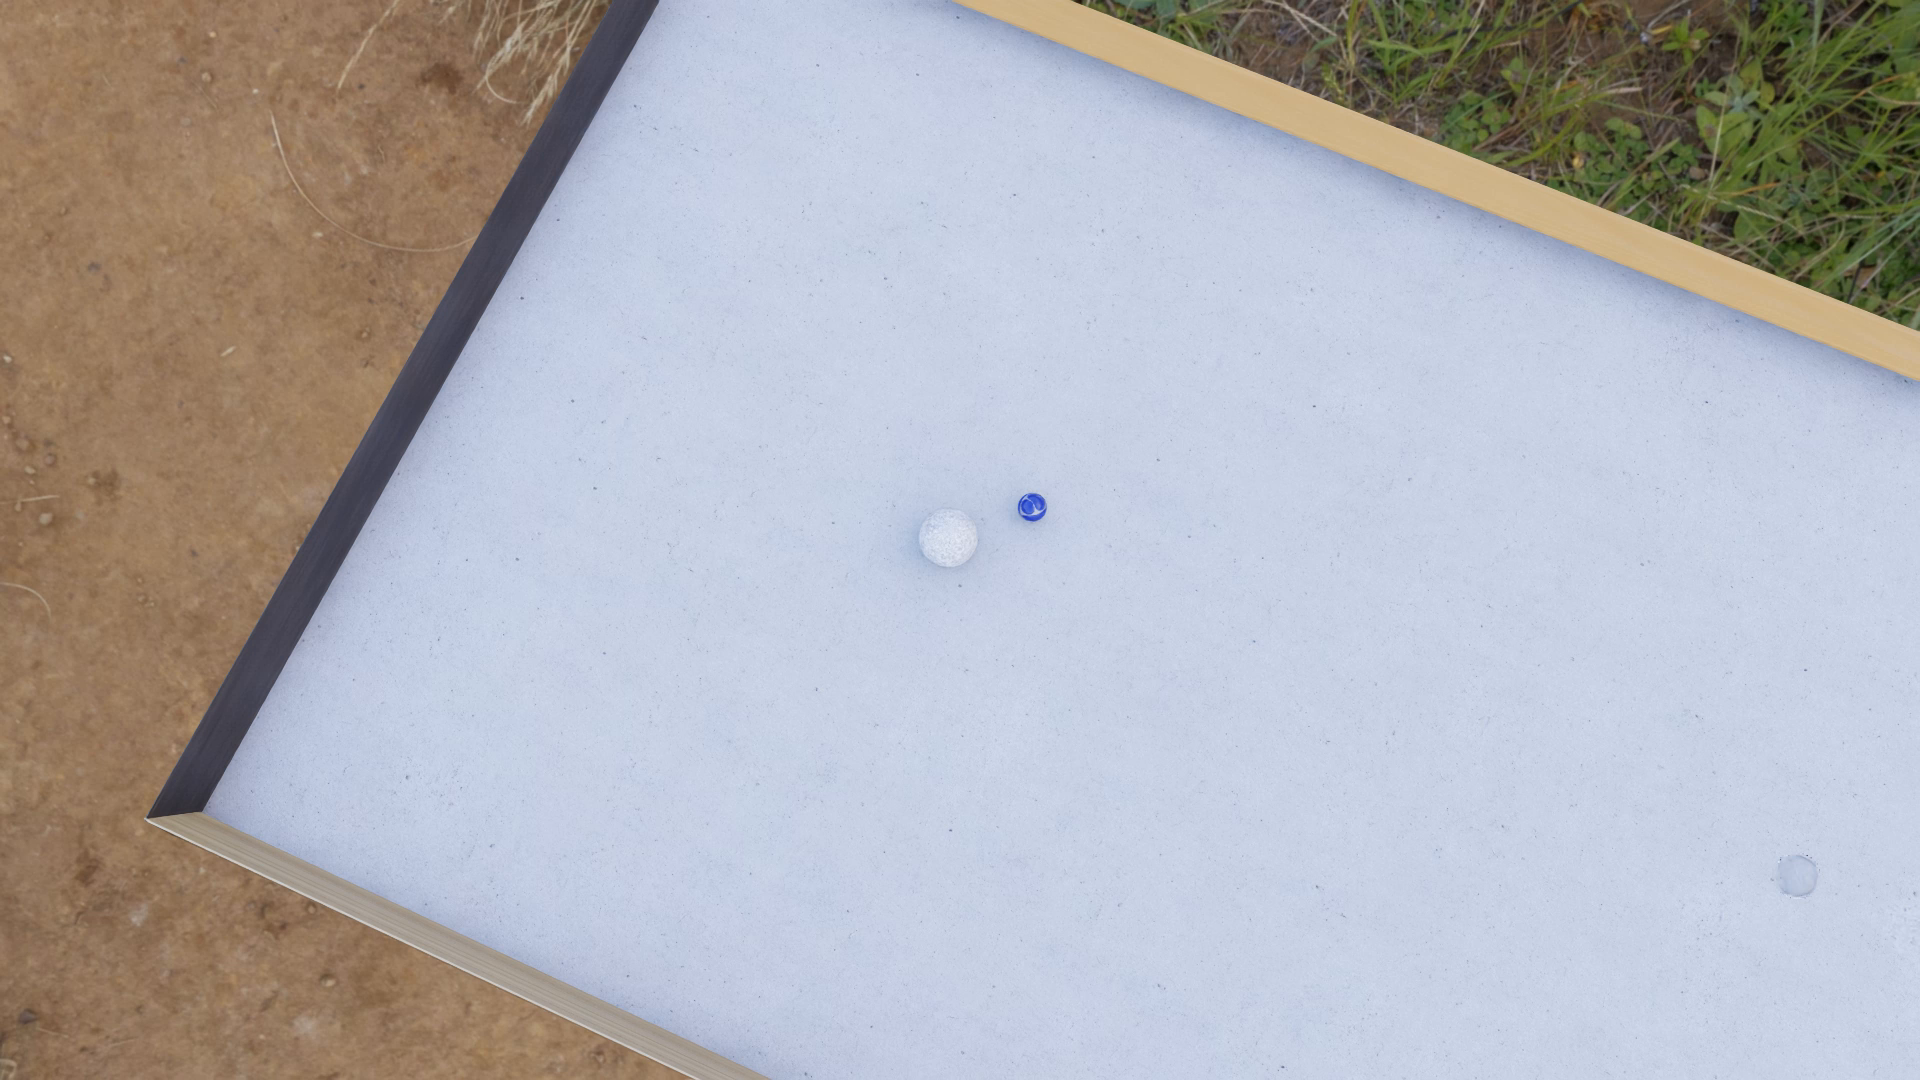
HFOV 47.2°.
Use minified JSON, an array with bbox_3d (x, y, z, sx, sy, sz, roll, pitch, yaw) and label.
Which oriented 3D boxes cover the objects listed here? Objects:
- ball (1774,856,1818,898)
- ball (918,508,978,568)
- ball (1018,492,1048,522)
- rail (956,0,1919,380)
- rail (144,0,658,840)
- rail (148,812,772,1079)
[{"bbox_3d":[1.235,0.496,3.246,0.061,0.061,0.061,0,72,0],"label":"ball"},{"bbox_3d":[-0.018,-0.004,3.394,0.092,0.092,0.092,0,72,0],"label":"ball"},{"bbox_3d":[0.113,-0.051,3.434,0.046,0.046,0.046,0,72,0],"label":"ball"},{"bbox_3d":[1.172,-0.419,3.516,3.563,0.119,0.045,23,73,7],"label":"rail"},{"bbox_3d":[-0.791,-0.346,3.491,0.045,0.119,1.799,23,73,7],"label":"rail"},{"bbox_3d":[0.453,1.098,3.016,3.563,0.119,0.045,23,73,7],"label":"rail"}]
